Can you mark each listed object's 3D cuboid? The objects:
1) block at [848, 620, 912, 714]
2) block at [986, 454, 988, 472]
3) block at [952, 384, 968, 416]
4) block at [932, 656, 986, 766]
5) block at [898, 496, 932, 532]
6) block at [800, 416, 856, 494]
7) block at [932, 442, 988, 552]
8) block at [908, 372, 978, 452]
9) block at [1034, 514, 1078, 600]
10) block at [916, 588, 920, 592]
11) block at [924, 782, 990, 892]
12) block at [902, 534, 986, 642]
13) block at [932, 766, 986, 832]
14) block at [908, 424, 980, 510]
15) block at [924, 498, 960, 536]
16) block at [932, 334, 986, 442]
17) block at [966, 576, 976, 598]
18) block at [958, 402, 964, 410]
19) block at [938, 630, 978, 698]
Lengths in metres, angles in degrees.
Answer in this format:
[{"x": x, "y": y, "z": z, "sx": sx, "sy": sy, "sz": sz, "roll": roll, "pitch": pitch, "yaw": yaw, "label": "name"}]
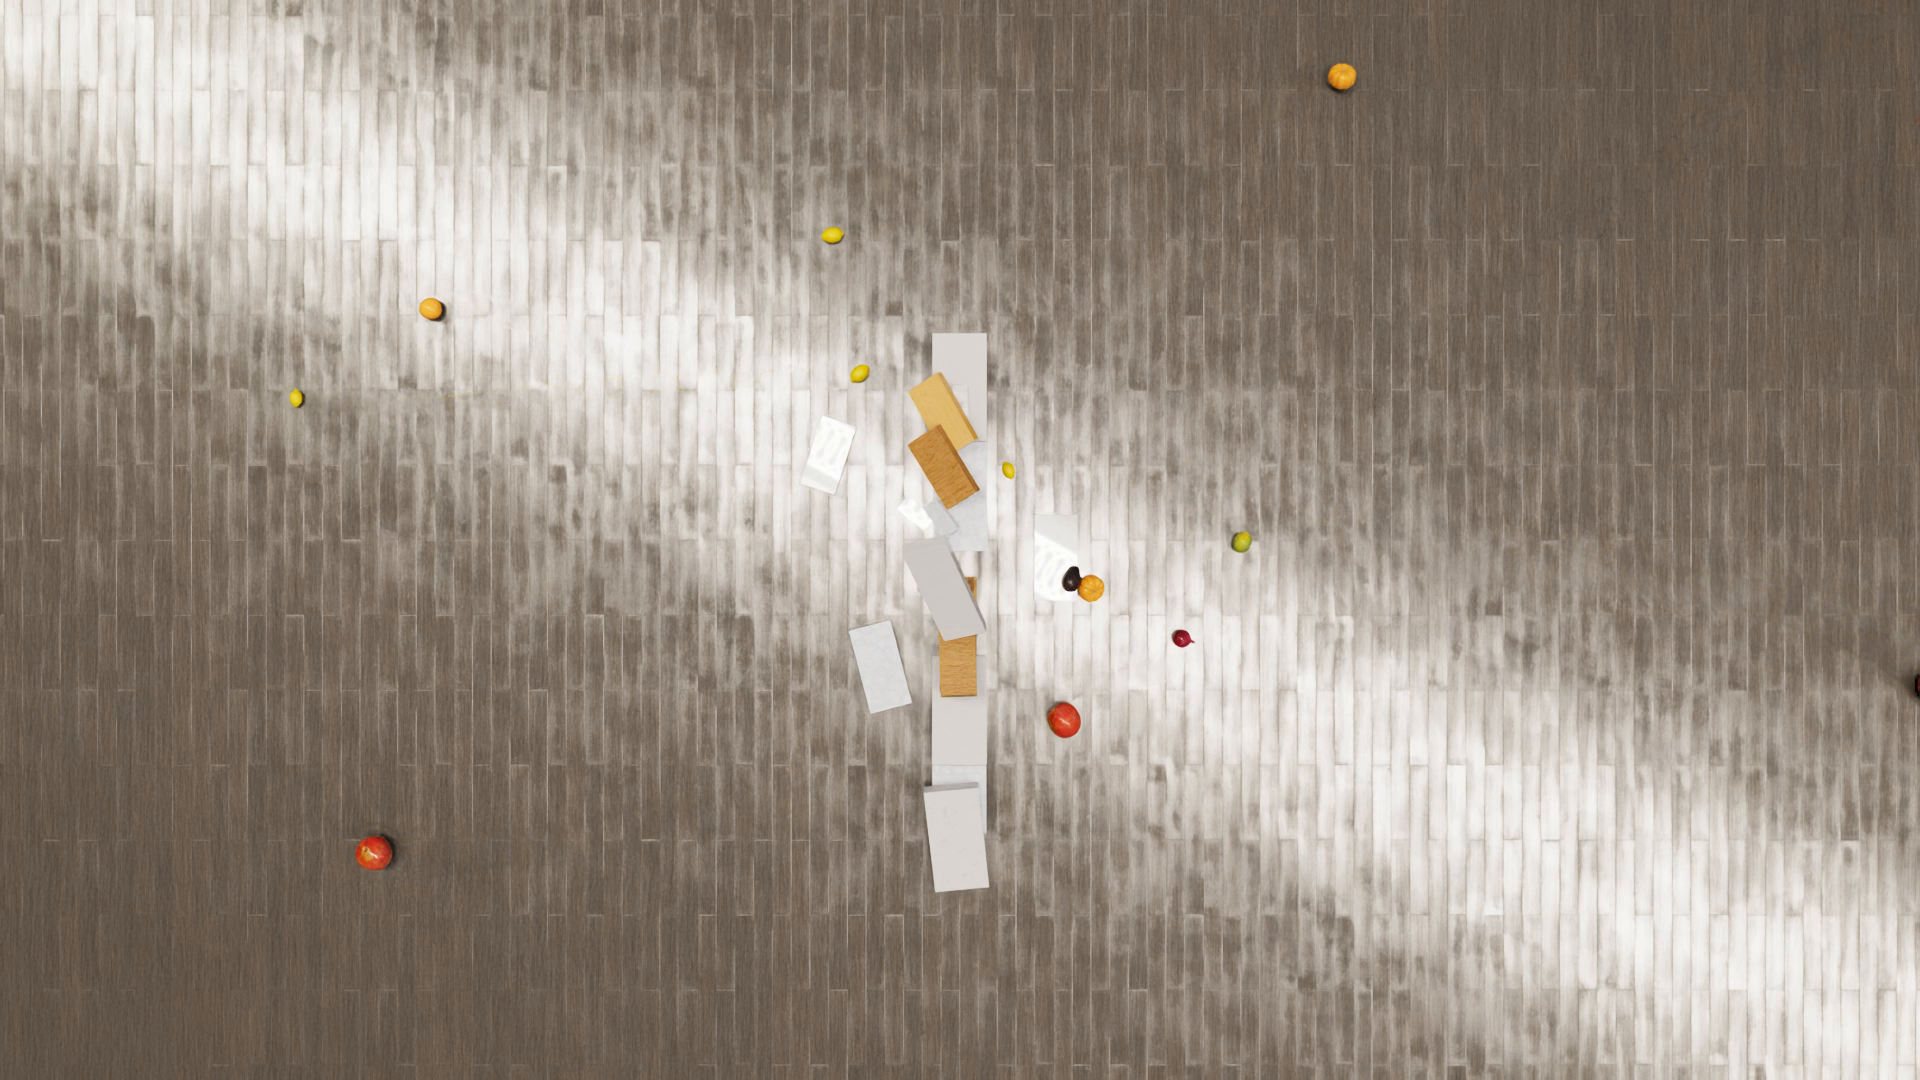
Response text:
[{"x": -0.263, "y": 0.420, "z": 5.480, "sx": 0.142, "sy": 0.040, "sz": 0.283, "roll": -15, "pitch": 90, "yaw": 0, "label": "block"}, {"x": 0.002, "y": -0.244, "z": 5.331, "sx": 0.169, "sy": 0.338, "sz": 0.048, "roll": 0, "pitch": 90, "yaw": 0, "label": "block"}, {"x": 0.002, "y": -0.432, "z": 5.111, "sx": 0.046, "sy": 0.013, "sz": 0.096, "roll": -3, "pitch": 90, "yaw": 0, "label": "block"}, {"x": -0.002, "y": 0.563, "z": 5.435, "sx": 0.178, "sy": 0.050, "sz": 0.356, "roll": 0, "pitch": 77, "yaw": 0, "label": "block"}, {"x": -0.147, "y": -0.088, "z": 5.492, "sx": 0.115, "sy": 0.016, "sz": 0.058, "roll": 41, "pitch": 90, "yaw": 0, "label": "block"}, {"x": -0.436, "y": -0.281, "z": 5.483, "sx": 0.118, "sy": 0.033, "sz": 0.236, "roll": 18, "pitch": 90, "yaw": 0, "label": "block"}, {"x": 0.000, "y": -0.134, "z": 5.139, "sx": 0.169, "sy": 0.048, "sz": 0.338, "roll": -1, "pitch": 90, "yaw": 0, "label": "block"}, {"x": -0.052, "y": -0.385, "z": 5.077, "sx": 0.118, "sy": 0.033, "sz": 0.236, "roll": -31, "pitch": 87, "yaw": 26, "label": "block"}, {"x": 0.318, "y": 0.058, "z": 5.480, "sx": 0.142, "sy": 0.040, "sz": 0.284, "roll": 0, "pitch": 90, "yaw": 0, "label": "block"}, {"x": -0.076, "y": 0.089, "z": 5.408, "sx": 0.058, "sy": 0.230, "sz": 0.016, "roll": 0, "pitch": 47, "yaw": -30, "label": "block"}, {"x": -0.011, "y": 0.977, "z": 5.426, "sx": 0.178, "sy": 0.050, "sz": 0.356, "roll": -6, "pitch": 105, "yaw": 2, "label": "block"}, {"x": -0.047, "y": 0.156, "z": 5.205, "sx": 0.142, "sy": 0.040, "sz": 0.420, "roll": -13, "pitch": 133, "yaw": 12, "label": "block"}, {"x": -0.002, "y": 0.789, "z": 5.475, "sx": 0.178, "sy": 0.050, "sz": 0.356, "roll": 0, "pitch": 90, "yaw": 0, "label": "block"}, {"x": -0.051, "y": -0.224, "z": 5.072, "sx": 0.118, "sy": 0.033, "sz": 0.236, "roll": -31, "pitch": 90, "yaw": 28, "label": "block"}, {"x": -0.057, "y": -0.069, "z": 5.092, "sx": 0.058, "sy": 0.016, "sz": 0.115, "roll": -37, "pitch": 90, "yaw": 32, "label": "block"}, {"x": -0.001, "y": -0.474, "z": 5.141, "sx": 0.167, "sy": 0.047, "sz": 0.335, "roll": 0, "pitch": 90, "yaw": 0, "label": "block"}, {"x": -0.006, "y": 0.240, "z": 5.447, "sx": 0.118, "sy": 0.034, "sz": 0.237, "roll": 1, "pitch": 72, "yaw": 0, "label": "block"}, {"x": -0.010, "y": -0.376, "z": 5.093, "sx": 0.046, "sy": 0.013, "sz": 0.093, "roll": -11, "pitch": 87, "yaw": 26, "label": "block"}, {"x": -0.007, "y": 0.391, "z": 5.363, "sx": 0.118, "sy": 0.034, "sz": 0.237, "roll": -2, "pitch": 72, "yaw": -1, "label": "block"}]
